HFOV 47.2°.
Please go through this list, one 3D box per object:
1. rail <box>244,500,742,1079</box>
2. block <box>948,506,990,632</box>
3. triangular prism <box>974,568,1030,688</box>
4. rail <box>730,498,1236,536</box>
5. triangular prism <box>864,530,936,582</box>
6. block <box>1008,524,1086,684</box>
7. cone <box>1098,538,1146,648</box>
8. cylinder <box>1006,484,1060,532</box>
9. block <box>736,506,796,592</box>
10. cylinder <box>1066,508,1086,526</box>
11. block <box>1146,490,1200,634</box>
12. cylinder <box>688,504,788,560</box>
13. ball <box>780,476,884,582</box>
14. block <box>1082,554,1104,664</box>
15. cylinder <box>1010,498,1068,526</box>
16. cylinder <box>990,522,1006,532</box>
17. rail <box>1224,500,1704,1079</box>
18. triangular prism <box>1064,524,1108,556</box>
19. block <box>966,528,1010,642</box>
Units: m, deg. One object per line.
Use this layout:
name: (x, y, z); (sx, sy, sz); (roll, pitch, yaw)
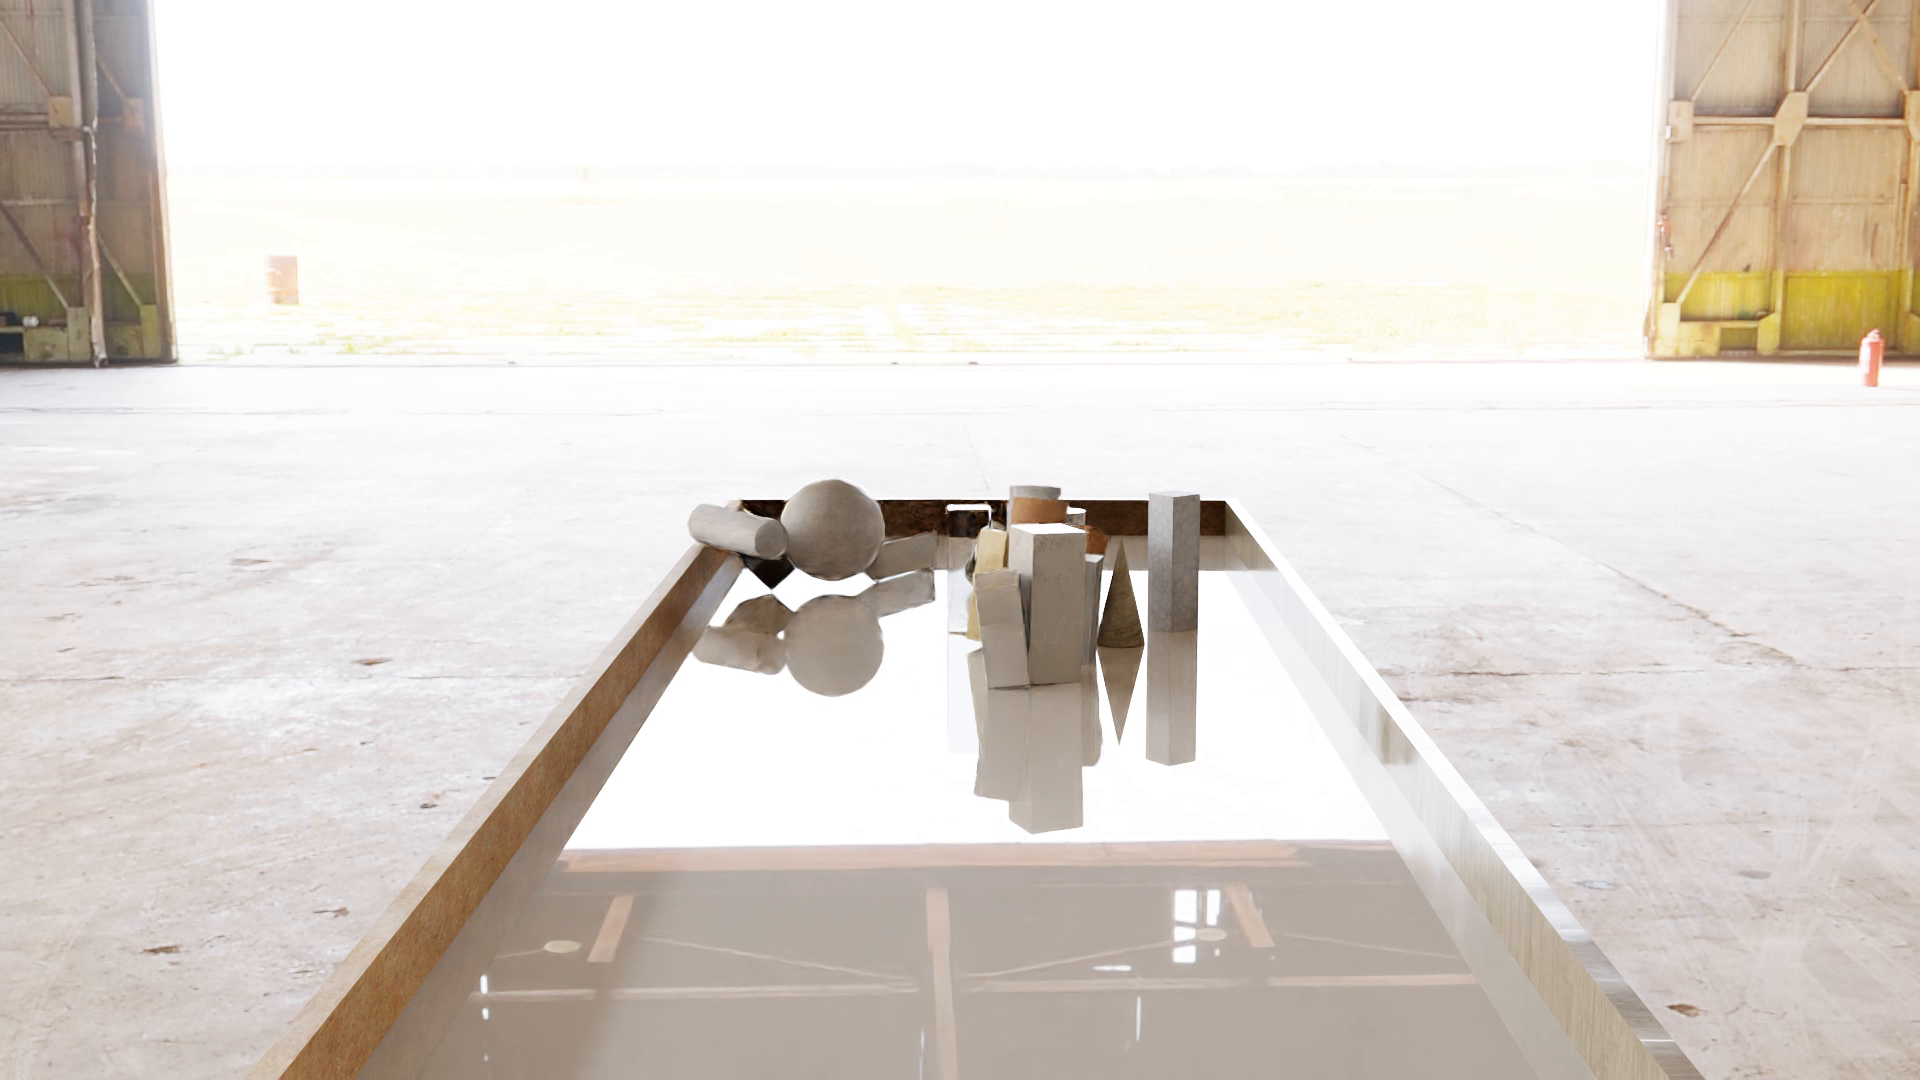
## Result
rail: (-1.004, 0.839, 3.234); (0.050, 0.150, 12.000); (0, 9, 1)
block: (0.028, 0.092, 7.147); (0.135, 0.397, 0.135); (0, 7, -2)
triangular prism: (0.132, 0.251, 6.349); (0.129, 0.330, 0.112); (-6, 4, 13)
rail: (0.099, -0.098, 9.147); (2.100, 0.150, 0.050); (0, 9, 1)
triangular prism: (-0.226, 0.038, 8.203); (0.136, 0.118, 0.419); (40, 25, 20)
block: (0.249, 0.185, 6.420); (0.168, 0.440, 0.168); (-2, 9, -23)
cone: (0.507, 0.158, 6.920); (0.159, 0.342, 0.159); (0, 9, 0)
cylinder: (0.240, 0.030, 7.401); (0.174, 0.417, 0.174); (3, -3, 0)
block: (-0.738, 0.030, 7.979); (0.119, 0.119, 0.411); (-44, 32, 0)
cylinder: (0.347, 0.095, 7.184); (0.123, 0.384, 0.123); (0, 9, 0)
block: (0.695, 0.069, 7.156); (0.118, 0.445, 0.118); (-7, 11, -36)
cylinder: (-0.795, -0.031, 7.834); (0.143, 0.143, 0.397); (-8, 15, -42)
ball: (-0.459, -0.039, 7.897); (0.377, 0.377, 0.377); (0, 9, 0)
block: (0.357, 0.206, 6.674); (0.117, 0.316, 0.117); (6, 10, 14)
cylinder: (0.235, 0.085, 7.018); (0.179, 0.427, 0.179); (6, -2, 0)
cylinder: (0.102, 0.048, 8.156); (0.116, 0.116, 0.442); (1, 17, 8)
rail: (1.046, 0.843, 3.208); (0.050, 0.150, 12.000); (0, 9, 1)
triangular prism: (0.328, 0.131, 6.904); (0.131, 0.355, 0.151); (14, -8, 27)
block: (0.129, 0.150, 6.887); (0.125, 0.350, 0.125); (7, 2, -40)
